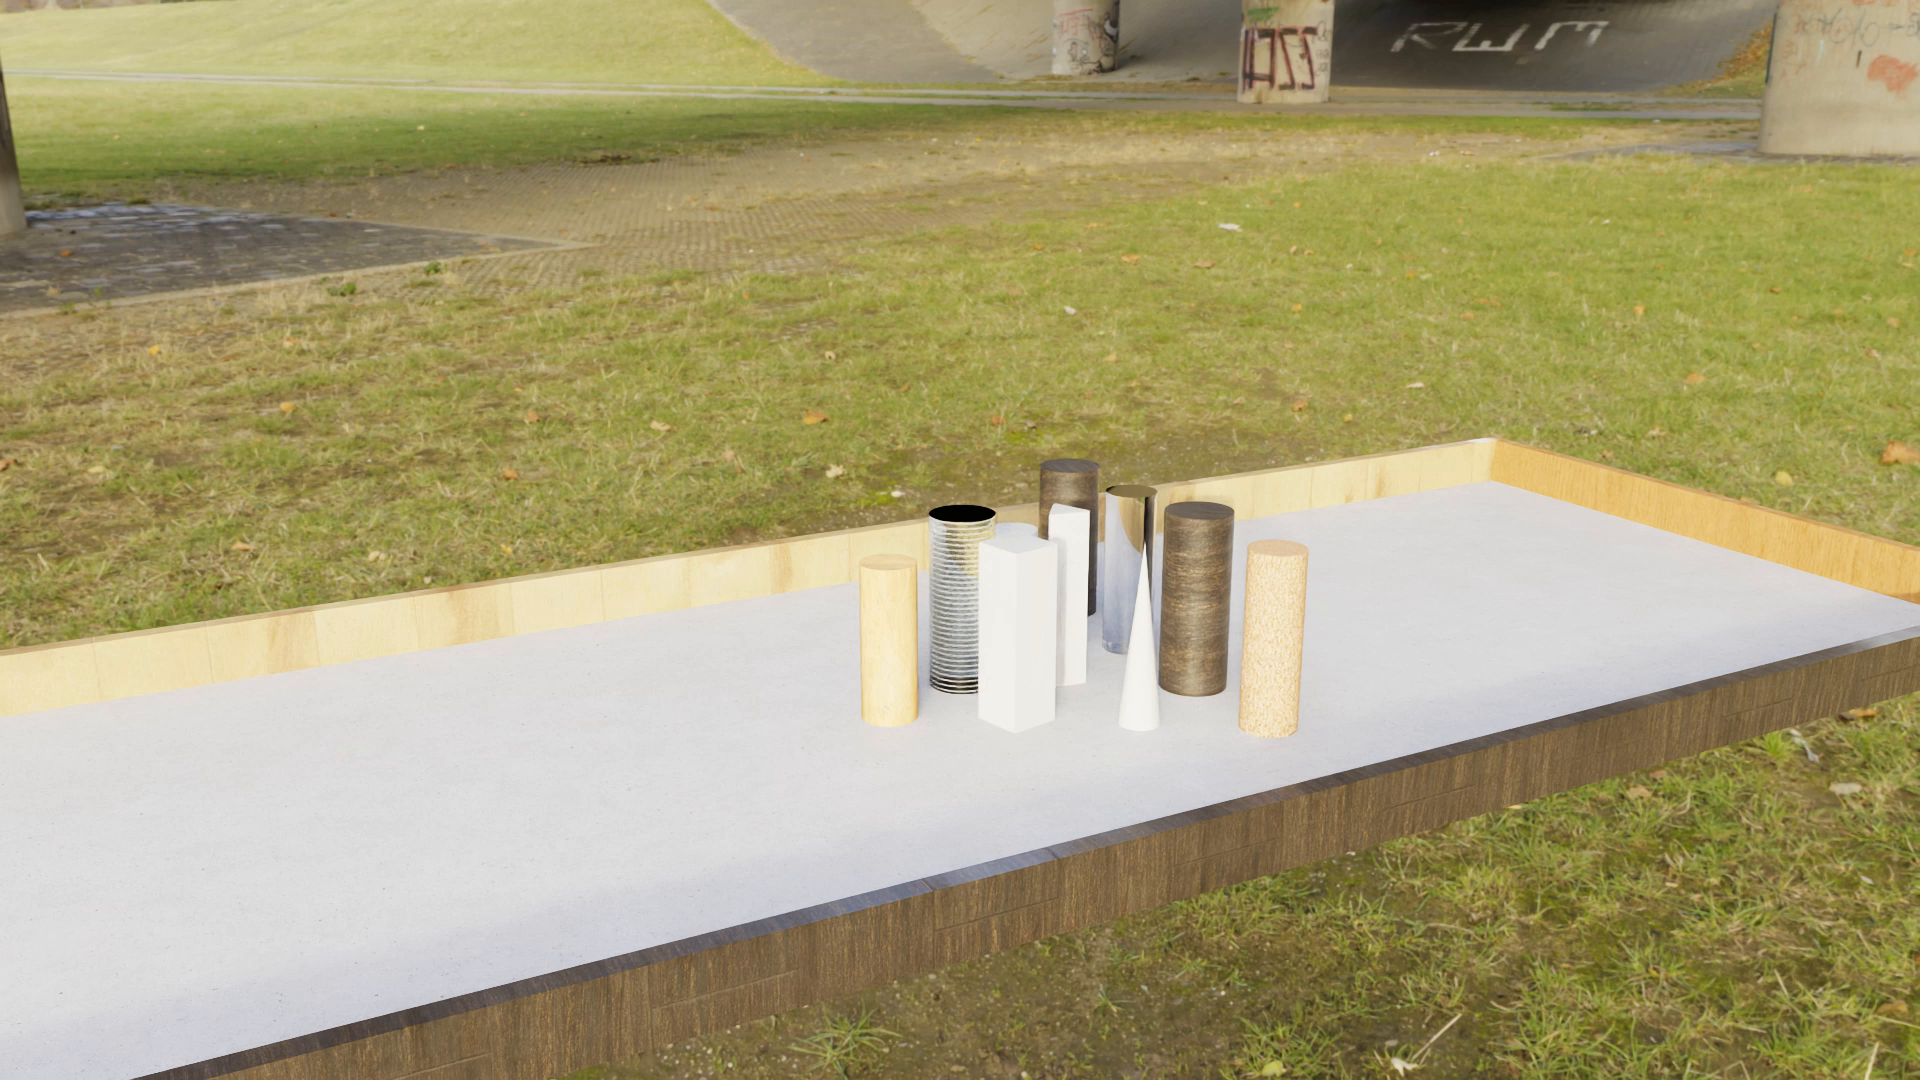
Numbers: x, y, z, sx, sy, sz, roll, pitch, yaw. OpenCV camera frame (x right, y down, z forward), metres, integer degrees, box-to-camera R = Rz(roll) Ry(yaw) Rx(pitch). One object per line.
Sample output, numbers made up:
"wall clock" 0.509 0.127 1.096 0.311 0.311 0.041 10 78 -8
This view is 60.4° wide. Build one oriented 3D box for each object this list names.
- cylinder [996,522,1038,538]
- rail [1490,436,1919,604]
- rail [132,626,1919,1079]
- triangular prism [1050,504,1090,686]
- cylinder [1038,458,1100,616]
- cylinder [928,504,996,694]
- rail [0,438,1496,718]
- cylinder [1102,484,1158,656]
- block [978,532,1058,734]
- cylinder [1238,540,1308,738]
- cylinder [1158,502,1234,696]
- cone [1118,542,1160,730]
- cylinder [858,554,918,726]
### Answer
"cylinder" 0.141 0.121 4.388 0.129 0.313 0.129 0 16 0
"rail" 2.466 -0.048 5.253 0.050 0.150 2.100 -9 18 -27
"rail" -2.336 1.006 1.665 12.000 0.150 0.050 -9 18 -27
"triangular prism" 0.250 0.136 4.101 0.106 0.446 0.092 -6 17 -20
"cylinder" 0.303 -0.004 4.623 0.166 0.420 0.166 0 16 0
"cylinder" 0.006 0.146 4.078 0.164 0.440 0.164 0 16 0
"rail" -3.305 0.497 3.399 12.000 0.150 0.050 -9 18 -27
"cylinder" 0.444 0.078 4.330 0.134 0.428 0.134 0 16 0
"block" 0.134 0.215 3.851 0.128 0.435 0.128 -14 21 -39
"cylinder" 0.722 0.228 3.806 0.137 0.437 0.137 0 16 0
"cylinder" 0.581 0.144 4.062 0.170 0.452 0.170 0 16 0
"cone" 0.423 0.217 3.828 0.102 0.445 0.102 0 16 0
"cylinder" -0.167 0.235 3.877 0.136 0.383 0.136 0 16 0
